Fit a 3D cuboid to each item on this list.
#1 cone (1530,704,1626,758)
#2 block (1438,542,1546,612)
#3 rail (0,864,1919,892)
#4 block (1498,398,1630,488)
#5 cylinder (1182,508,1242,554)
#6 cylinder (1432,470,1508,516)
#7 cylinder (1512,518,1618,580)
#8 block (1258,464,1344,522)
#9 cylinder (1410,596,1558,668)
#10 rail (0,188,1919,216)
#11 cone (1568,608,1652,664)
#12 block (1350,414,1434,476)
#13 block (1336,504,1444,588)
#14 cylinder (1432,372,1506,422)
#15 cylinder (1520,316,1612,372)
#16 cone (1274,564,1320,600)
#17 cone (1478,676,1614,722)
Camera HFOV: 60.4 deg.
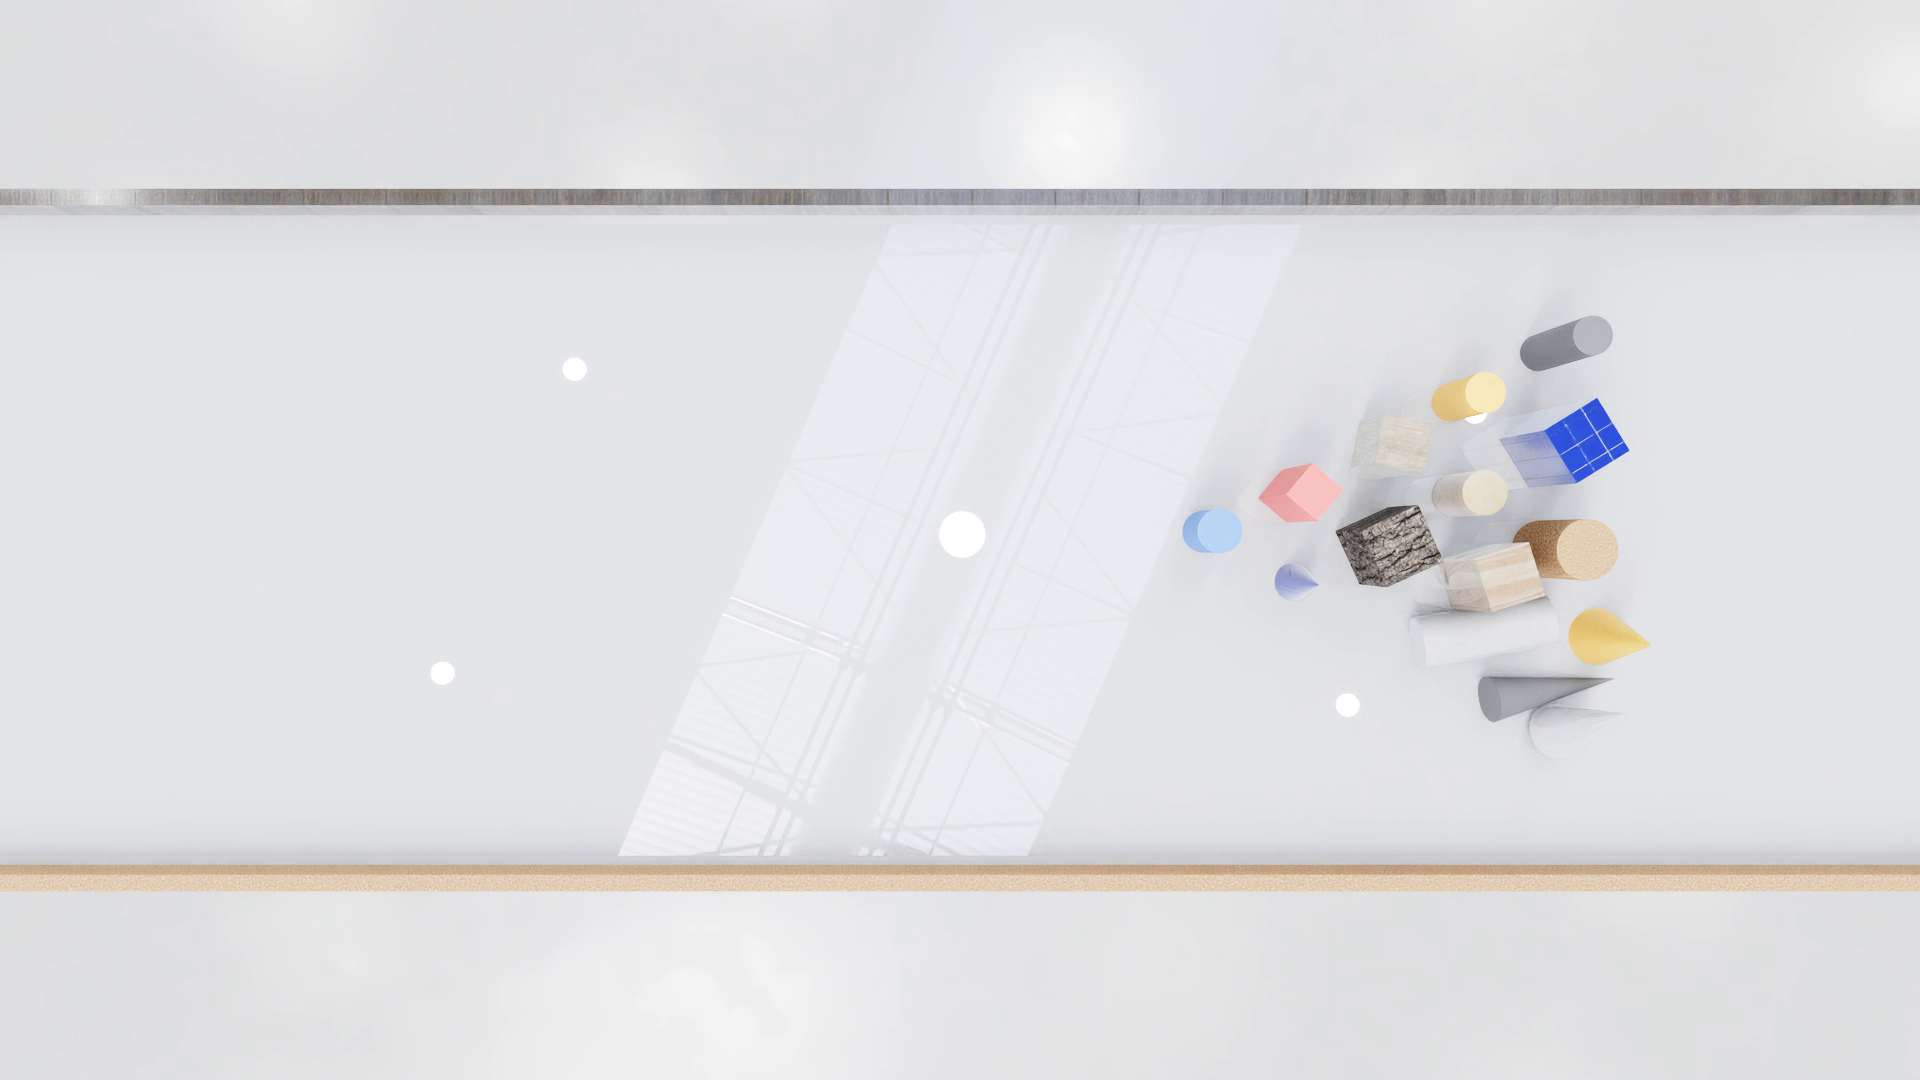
[{"bbox_3d":[1.862,0.541,4.879,0.167,0.358,0.167,4,75,-14],"label":"cone"},{"bbox_3d":[1.566,0.109,4.882,0.159,0.386,0.159,-17,89,0],"label":"block"},{"bbox_3d":[-2.247,1.025,5.001,12.000,0.150,0.050,0,90,0],"label":"rail"},{"bbox_3d":[1.780,-0.282,4.879,0.177,0.395,0.177,-32,90,0],"label":"block"},{"bbox_3d":[0.749,-0.026,4.915,0.130,0.324,0.130,0,90,0],"label":"cylinder"},{"bbox_3d":[1.517,-0.137,4.921,0.131,0.311,0.131,0,90,0],"label":"cylinder"},{"bbox_3d":[1.786,0.028,4.885,0.176,0.384,0.176,0,90,0],"label":"cylinder"},{"bbox_3d":[0.998,-0.135,4.856,0.116,0.440,0.116,40,90,0],"label":"block"},{"bbox_3d":[1.585,0.277,4.998,0.401,0.156,0.156,-10,90,0],"label":"cylinder"},{"bbox_3d":[-2.247,-1.025,5.002,12.000,0.150,0.050,0,90,0],"label":"rail"},{"bbox_3d":[1.960,0.298,4.872,0.175,0.409,0.175,0,90,0],"label":"cone"},{"bbox_3d":[1.286,-0.280,4.925,0.144,0.303,0.144,11,90,0],"label":"block"},{"bbox_3d":[1.274,0.018,4.911,0.180,0.331,0.180,-24,90,0],"label":"block"},{"bbox_3d":[1.510,-0.423,4.907,0.117,0.340,0.117,0,90,0],"label":"cylinder"},{"bbox_3d":[1.780,-0.576,4.856,0.113,0.440,0.113,0,90,0],"label":"cylinder"},{"bbox_3d":[1.025,0.129,4.891,0.116,0.370,0.116,0,90,0],"label":"cone"},{"bbox_3d":[1.814,0.455,5.042,0.423,0.141,0.141,-8,90,-9],"label":"cone"}]
